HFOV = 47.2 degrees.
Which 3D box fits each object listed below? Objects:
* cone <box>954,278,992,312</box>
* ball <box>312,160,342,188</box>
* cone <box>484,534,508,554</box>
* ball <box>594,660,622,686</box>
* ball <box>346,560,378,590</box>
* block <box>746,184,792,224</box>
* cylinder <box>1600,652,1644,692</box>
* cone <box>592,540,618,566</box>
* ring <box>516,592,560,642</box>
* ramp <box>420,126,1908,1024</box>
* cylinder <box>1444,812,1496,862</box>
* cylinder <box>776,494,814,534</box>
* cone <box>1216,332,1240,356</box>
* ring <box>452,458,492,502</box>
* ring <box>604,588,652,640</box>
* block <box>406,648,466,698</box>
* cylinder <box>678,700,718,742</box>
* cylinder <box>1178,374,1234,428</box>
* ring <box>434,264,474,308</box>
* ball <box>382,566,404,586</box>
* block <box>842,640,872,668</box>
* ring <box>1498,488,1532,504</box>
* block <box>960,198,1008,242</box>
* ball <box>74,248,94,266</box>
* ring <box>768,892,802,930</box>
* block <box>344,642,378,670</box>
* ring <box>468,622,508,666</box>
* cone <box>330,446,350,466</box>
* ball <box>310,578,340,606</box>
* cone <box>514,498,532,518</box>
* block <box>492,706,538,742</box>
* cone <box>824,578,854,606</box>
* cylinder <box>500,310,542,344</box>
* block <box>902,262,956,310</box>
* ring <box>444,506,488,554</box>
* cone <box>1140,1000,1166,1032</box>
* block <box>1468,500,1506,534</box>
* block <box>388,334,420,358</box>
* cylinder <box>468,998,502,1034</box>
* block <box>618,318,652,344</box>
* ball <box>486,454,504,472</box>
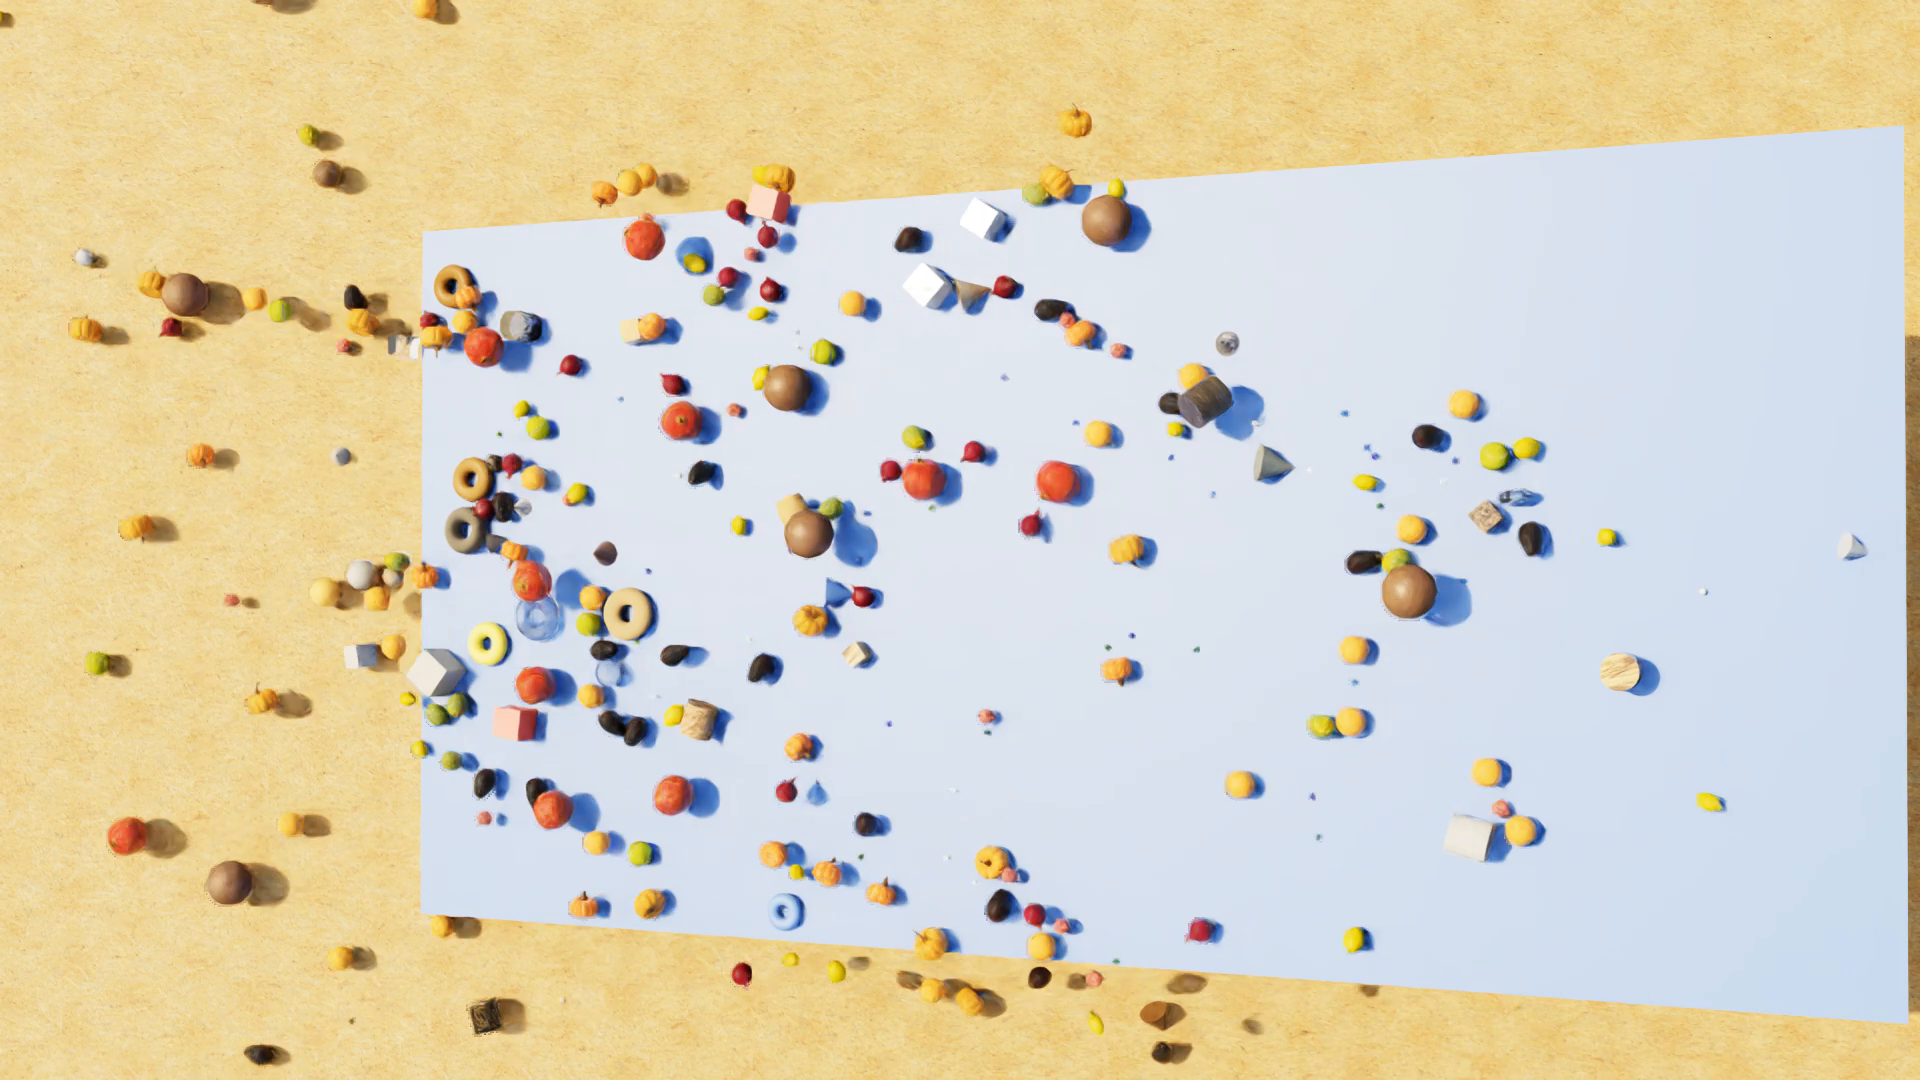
[{"bbox_3d":[0.041,-0.649,5.754,0.092,0.092,0.092,-13,89,-4],"label":"cone"},{"bbox_3d":[-1.874,-1.084,6.516,0.086,0.086,0.086,0,89,0],"label":"ball"},{"bbox_3d":[-1.327,0.002,6.331,0.064,0.064,0.064,-21,89,10],"label":"cone"},{"bbox_3d":[-0.985,0.371,6.149,0.073,0.073,0.073,0,89,0],"label":"ball"},{"bbox_3d":[-1.766,0.104,6.497,0.090,0.090,0.090,0,89,0],"label":"ball"},{"bbox_3d":[-0.518,-0.912,5.973,0.080,0.080,0.080,17,96,23],"label":"block"},{"bbox_3d":[1.531,0.304,5.088,0.088,0.088,0.088,0,89,23],"label":"cylinder"},{"bbox_3d":[-1.012,0.038,6.174,0.072,0.072,0.072,0,89,23],"label":"cone"},{"bbox_3d":[-1.204,0.218,6.267,0.143,0.048,0.143,0,89,22],"label":"ring"},{"bbox_3d":[0.283,0.085,5.720,4.000,0.100,2.000,0,89,23],"label":"ramp"},{"bbox_3d":[1.209,0.706,5.214,0.097,0.097,0.097,13,89,23],"label":"cylinder"},{"bbox_3d":[-0.444,-0.070,5.911,0.079,0.079,0.079,-25,67,0],"label":"cylinder"},{"bbox_3d":[0.658,-0.492,5.480,0.064,0.064,0.064,0,89,23],"label":"cone"},{"bbox_3d":[-1.409,-0.174,6.361,0.130,0.043,0.130,-1,88,22],"label":"ring"},{"bbox_3d":[-0.929,0.205,6.147,0.149,0.050,0.149,-2,84,21],"label":"ring"},{"bbox_3d":[-1.515,0.384,6.367,0.100,0.100,0.100,41,104,18],"label":"block"},{"bbox_3d":[-0.717,0.494,6.034,0.089,0.089,0.089,17,97,0],"label":"cylinder"},{"bbox_3d":[0.602,-0.340,5.403,0.096,0.096,0.096,-35,89,-18],"label":"cylinder"},{"bbox_3d":[-1.473,-0.736,6.395,0.128,0.043,0.128,0,91,23],"label":"ring"},{"bbox_3d":[-1.663,0.106,6.457,0.062,0.062,0.062,0,89,0],"label":"ball"},{"bbox_3d":[-0.274,0.306,5.870,0.051,0.051,0.051,-40,75,17],"label":"block"},{"bbox_3d":[1.311,-0.102,5.190,0.080,0.080,0.027,-6,82,0],"label":"ring"},{"bbox_3d":[0.061,-0.833,5.729,0.076,0.076,0.076,35,102,19],"label":"block"},{"bbox_3d":[-2.600,-0.839,6.529,0.053,0.053,0.053,0,89,0],"label":"ball"},{"bbox_3d":[-0.475,1.006,5.957,0.102,0.034,0.102,0,91,22],"label":"ring"},{"bbox_3d":[-1.768,0.343,6.494,0.066,0.066,0.066,-7,88,-45],"label":"block"},{"bbox_3d":[-1.360,0.299,6.335,0.127,0.042,0.127,0,90,22],"label":"ring"},{"bbox_3d":[-1.844,-0.250,6.518,0.060,0.060,0.060,0,89,0],"label":"cone"},{"bbox_3d":[-1.877,0.155,6.501,0.085,0.085,0.085,0,89,0],"label":"ball"},{"bbox_3d":[-1.263,-0.093,6.291,0.055,0.055,0.055,0,89,23],"label":"cone"},{"bbox_3d":[-1.270,0.521,6.270,0.086,0.086,0.086,7,92,23],"label":"block"},{"bbox_3d":[-0.321,0.144,5.901,0.078,0.078,0.078,5,89,-4],"label":"cone"},{"bbox_3d":[-1.253,-0.609,6.276,0.087,0.087,0.087,0,89,23],"label":"cylinder"},{"bbox_3d":[-0.081,-0.667,5.784,0.083,0.083,0.083,45,106,17],"label":"block"},{"bbox_3d":[-1.430,-0.029,6.366,0.139,0.046,0.139,0,90,22],"label":"ring"},{"bbox_3d":[0.588,1.426,6.508,0.086,0.086,0.086,-28,116,0],"label":"cone"},{"bbox_3d":[1.252,-0.056,5.226,0.058,0.058,0.058,-42,74,17],"label":"block"},{"bbox_3d":[-1.633,-0.569,6.451,0.061,0.061,0.061,9,93,24],"label":"block"},{"bbox_3d":[-1.398,1.401,6.480,0.083,0.083,0.083,-13,90,0],"label":"cylinder"},{"bbox_3d":[-0.908,-0.584,6.144,0.060,0.060,0.060,-11,85,22],"label":"block"},{"bbox_3d":[-1.338,-0.221,6.326,0.052,0.052,0.052,0,89,0],"label":"ball"}]
